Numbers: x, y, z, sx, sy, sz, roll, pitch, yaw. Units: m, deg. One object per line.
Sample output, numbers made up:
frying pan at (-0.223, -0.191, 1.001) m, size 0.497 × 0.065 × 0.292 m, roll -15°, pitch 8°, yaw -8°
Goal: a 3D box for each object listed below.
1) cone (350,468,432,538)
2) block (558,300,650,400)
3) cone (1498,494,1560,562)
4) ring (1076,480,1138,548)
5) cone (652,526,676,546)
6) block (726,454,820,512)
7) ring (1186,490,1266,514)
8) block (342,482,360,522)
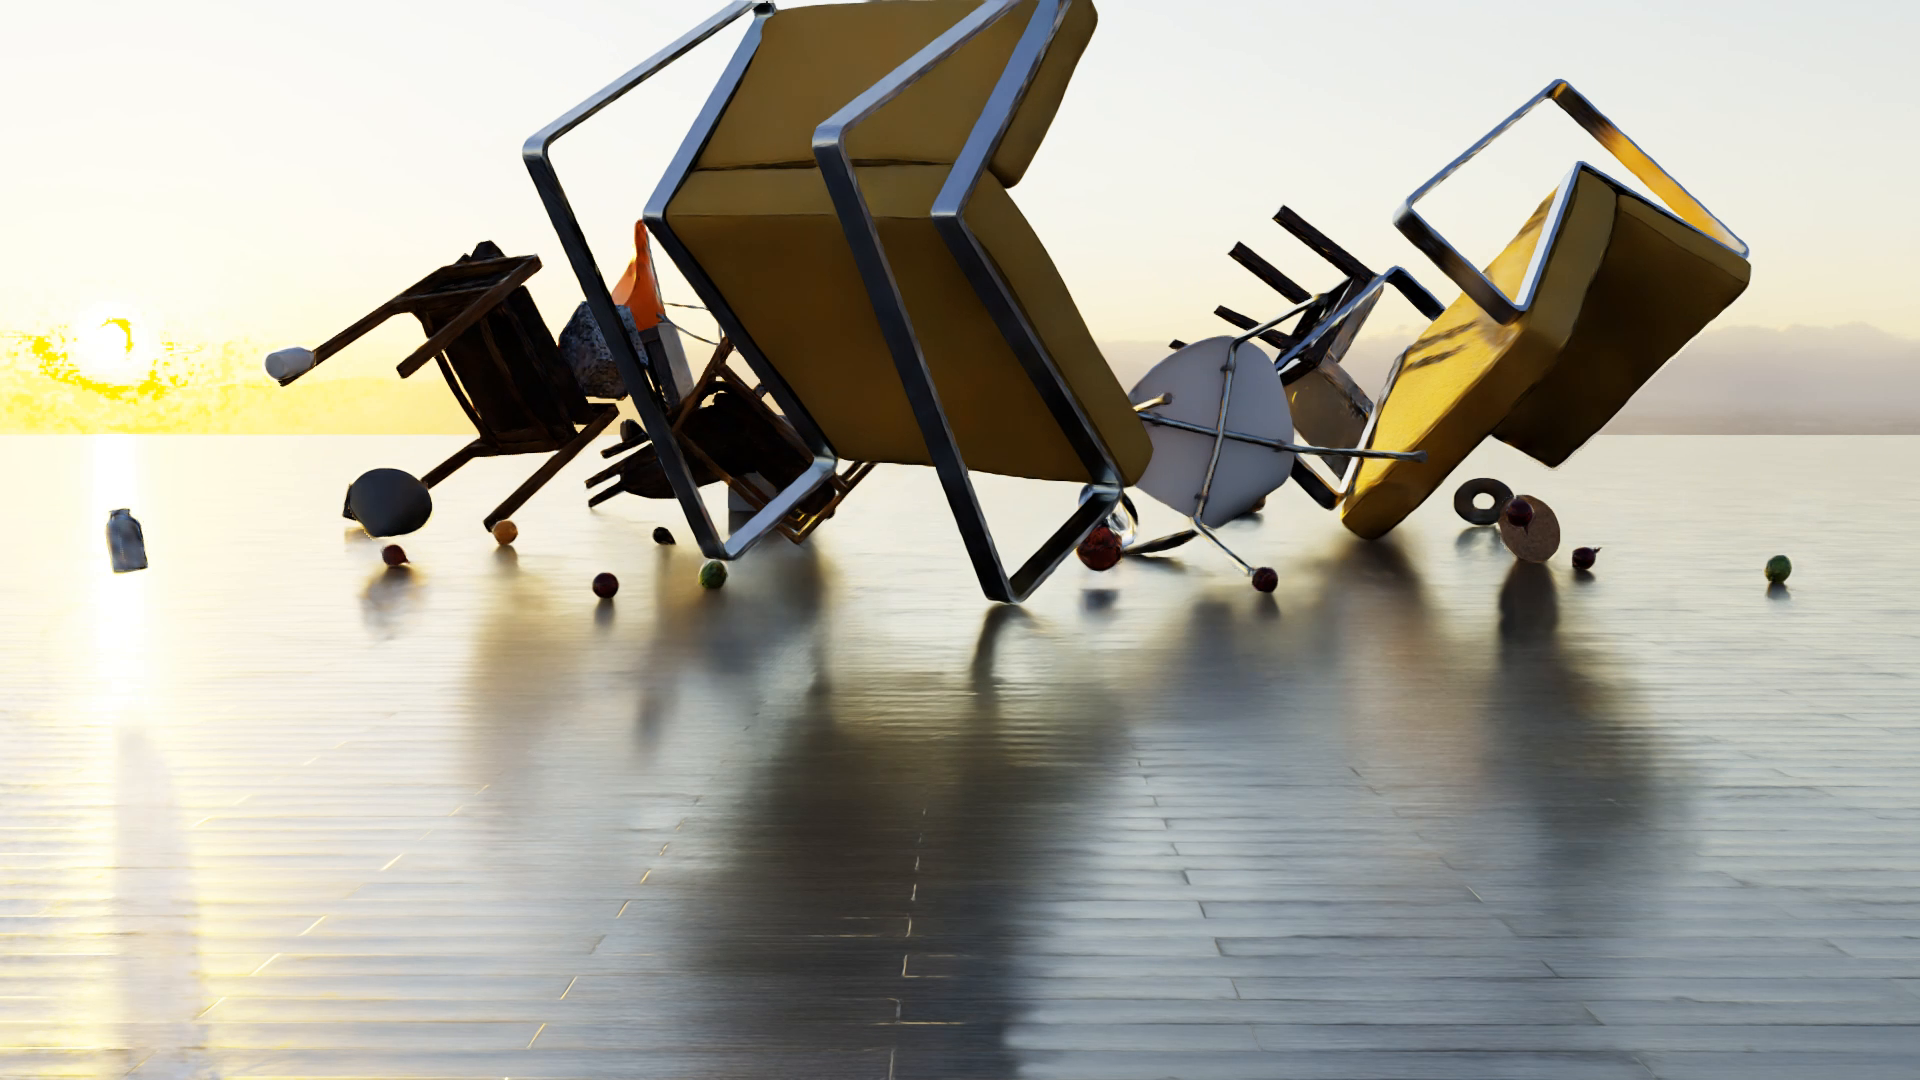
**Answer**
cone at (-1.561, -0.055, 5.942) m, size 0.231 × 0.220 × 0.181 m, roll -21°, pitch 30°, yaw 16°
block at (-1.126, -0.596, 6.938) m, size 0.171 × 0.238 × 0.182 m, roll 3°, pitch -38°, yaw -39°
cone at (1.495, 0.006, 5.828) m, size 0.151 × 0.190 × 0.242 m, roll -20°, pitch -19°, yaw 1°
ring at (0.415, -0.071, 6.154) m, size 0.083 × 0.161 × 0.266 m, roll 9°, pitch -24°, yaw 40°
cone at (-0.839, 0.000, 6.349) m, size 0.078 × 0.053 × 0.075 m, roll 35°, pitch 1°, yaw 34°
block at (-0.699, -0.219, 8.254) m, size 0.150 × 0.202 × 0.357 m, roll 3°, pitch 5°, yaw 35°
ring at (0.964, -0.135, 7.953) m, size 0.360 × 0.079 × 0.180 m, roll -4°, pitch 4°, yaw -37°
block at (-1.992, -0.126, 7.353) m, size 0.088 × 0.116 × 0.113 m, roll 15°, pitch 9°, yaw 5°
